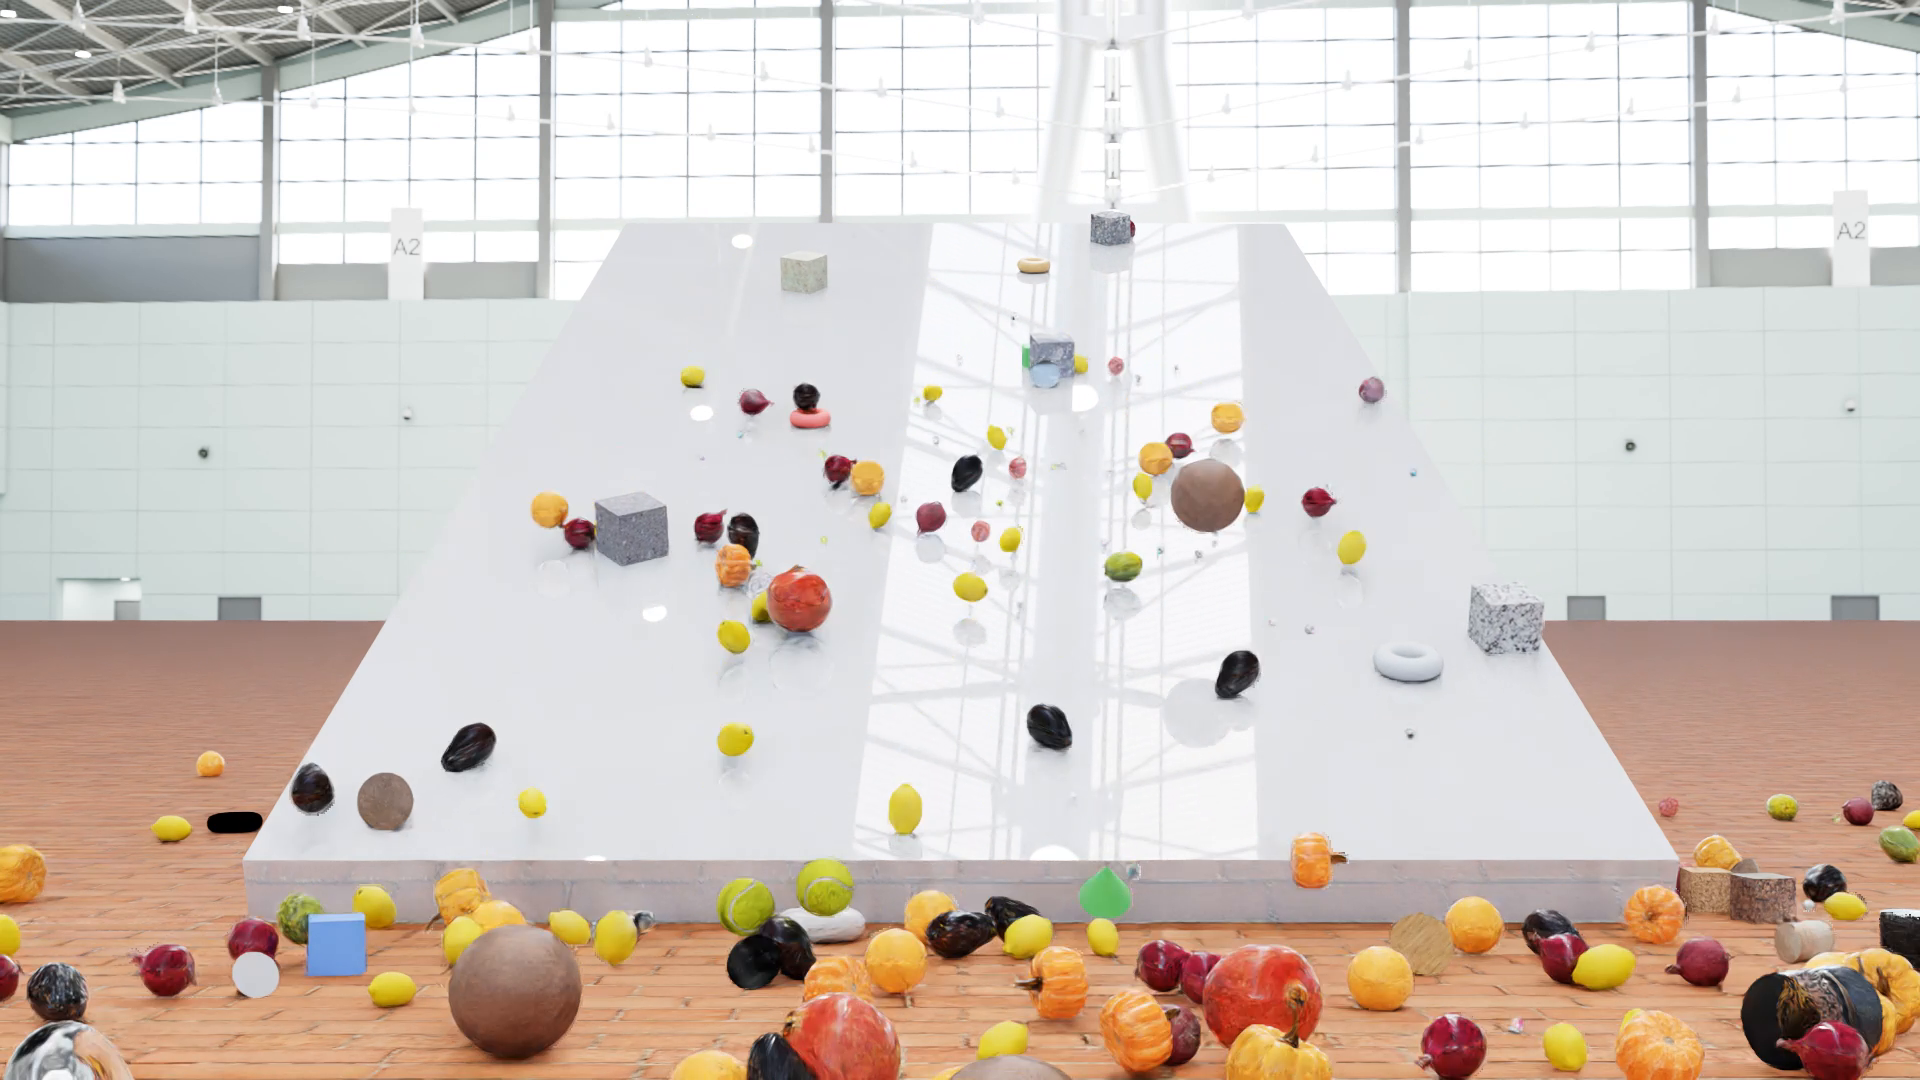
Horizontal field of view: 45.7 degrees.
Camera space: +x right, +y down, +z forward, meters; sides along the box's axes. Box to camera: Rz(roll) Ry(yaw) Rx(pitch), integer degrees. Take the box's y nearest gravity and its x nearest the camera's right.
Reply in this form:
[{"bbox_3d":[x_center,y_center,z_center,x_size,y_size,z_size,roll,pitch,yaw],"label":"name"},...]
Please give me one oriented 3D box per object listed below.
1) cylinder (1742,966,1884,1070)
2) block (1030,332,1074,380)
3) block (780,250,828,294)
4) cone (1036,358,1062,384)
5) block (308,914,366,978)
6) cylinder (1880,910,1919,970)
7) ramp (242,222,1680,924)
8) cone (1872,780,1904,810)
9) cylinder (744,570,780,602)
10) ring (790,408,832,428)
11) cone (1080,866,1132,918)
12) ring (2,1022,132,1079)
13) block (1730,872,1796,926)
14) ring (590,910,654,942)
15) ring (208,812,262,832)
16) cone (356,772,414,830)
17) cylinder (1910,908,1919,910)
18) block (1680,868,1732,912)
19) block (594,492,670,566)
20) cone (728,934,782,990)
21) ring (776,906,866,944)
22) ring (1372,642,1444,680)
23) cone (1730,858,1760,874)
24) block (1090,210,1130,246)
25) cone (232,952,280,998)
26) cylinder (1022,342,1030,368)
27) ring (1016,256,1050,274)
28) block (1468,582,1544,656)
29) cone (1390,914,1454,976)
[{"bbox_3d":[0.821,0.460,2.193,0.092,0.092,0.092,1,-2,-32],"label":"cylinder"},{"bbox_3d":[0.218,-0.437,5.387,0.089,0.089,0.089,-3,21,-9],"label":"block"},{"bbox_3d":[-0.421,-0.723,6.144,0.091,0.091,0.091,12,24,29],"label":"block"},{"bbox_3d":[0.197,-0.381,5.324,0.067,0.067,0.067,1,-28,-18],"label":"cone"},{"bbox_3d":[-0.758,0.492,2.764,0.066,0.066,0.066,1,-2,-17],"label":"block"},{"bbox_3d":[1.173,0.494,2.816,0.065,0.065,0.065,0,-2,0],"label":"cylinder"},{"bbox_3d":[-0.005,-0.212,5.056,2.000,0.100,4.000,0,21,0],"label":"ramp"},{"bbox_3d":[2.035,0.582,5.037,0.073,0.073,0.073,-31,17,-33],"label":"cone"},{"bbox_3d":[-0.350,0.082,4.022,0.054,0.054,0.054,0,-5,-13],"label":"cylinder"},{"bbox_3d":[-0.330,-0.270,5.023,0.093,0.031,0.093,0,18,0],"label":"ring"},{"bbox_3d":[0.198,0.463,3.085,0.072,0.072,0.072,0,-45,1],"label":"cone"},{"bbox_3d":[-0.642,0.420,1.648,0.048,0.145,0.145,-16,-4,5],"label":"ring"},{"bbox_3d":[1.135,0.507,3.217,0.064,0.064,0.064,0,-2,-13],"label":"block"},{"bbox_3d":[-0.450,0.514,3.031,0.088,0.029,0.088,-11,-2,0],"label":"ring"},{"bbox_3d":[-1.451,0.565,4.553,0.107,0.036,0.107,-1,-1,0],"label":"ring"},{"bbox_3d":[-0.817,0.377,3.289,0.083,0.083,0.083,0,-6,5],"label":"cone"},{"bbox_3d":[1.217,0.499,2.879,0.059,0.059,0.059,-1,-2,15],"label":"cylinder"},{"bbox_3d":[1.095,0.514,3.339,0.059,0.059,0.059,0,-2,1],"label":"block"},{"bbox_3d":[-0.615,-0.022,4.264,0.100,0.100,0.100,-14,25,-32],"label":"block"},{"bbox_3d":[-0.232,0.507,2.672,0.067,0.067,0.067,0,-30,14],"label":"cone"},{"bbox_3d":[-0.186,0.513,3.036,0.121,0.040,0.121,-1,-3,0],"label":"ring"},{"bbox_3d":[0.742,0.200,3.768,0.116,0.039,0.116,1,20,0],"label":"ring"},{"bbox_3d":[1.222,0.534,3.497,0.064,0.064,0.064,1,25,-26],"label":"cone"},{"bbox_3d":[0.440,-0.913,6.664,0.082,0.082,0.082,-15,25,-34],"label":"block"},{"bbox_3d":[-0.816,0.507,2.604,0.055,0.055,0.055,2,-29,-41],"label":"cone"},{"bbox_3d":[0.173,-0.441,5.454,0.051,0.051,0.051,0,21,0],"label":"cylinder"},{"bbox_3d":[0.206,-0.767,6.349,0.095,0.032,0.095,1,20,0],"label":"ring"},{"bbox_3d":[0.926,0.134,3.865,0.094,0.094,0.094,-2,21,-7],"label":"block"},{"bbox_3d":[0.554,0.507,2.786,0.079,0.079,0.079,0,-29,-9],"label":"cone"}]
